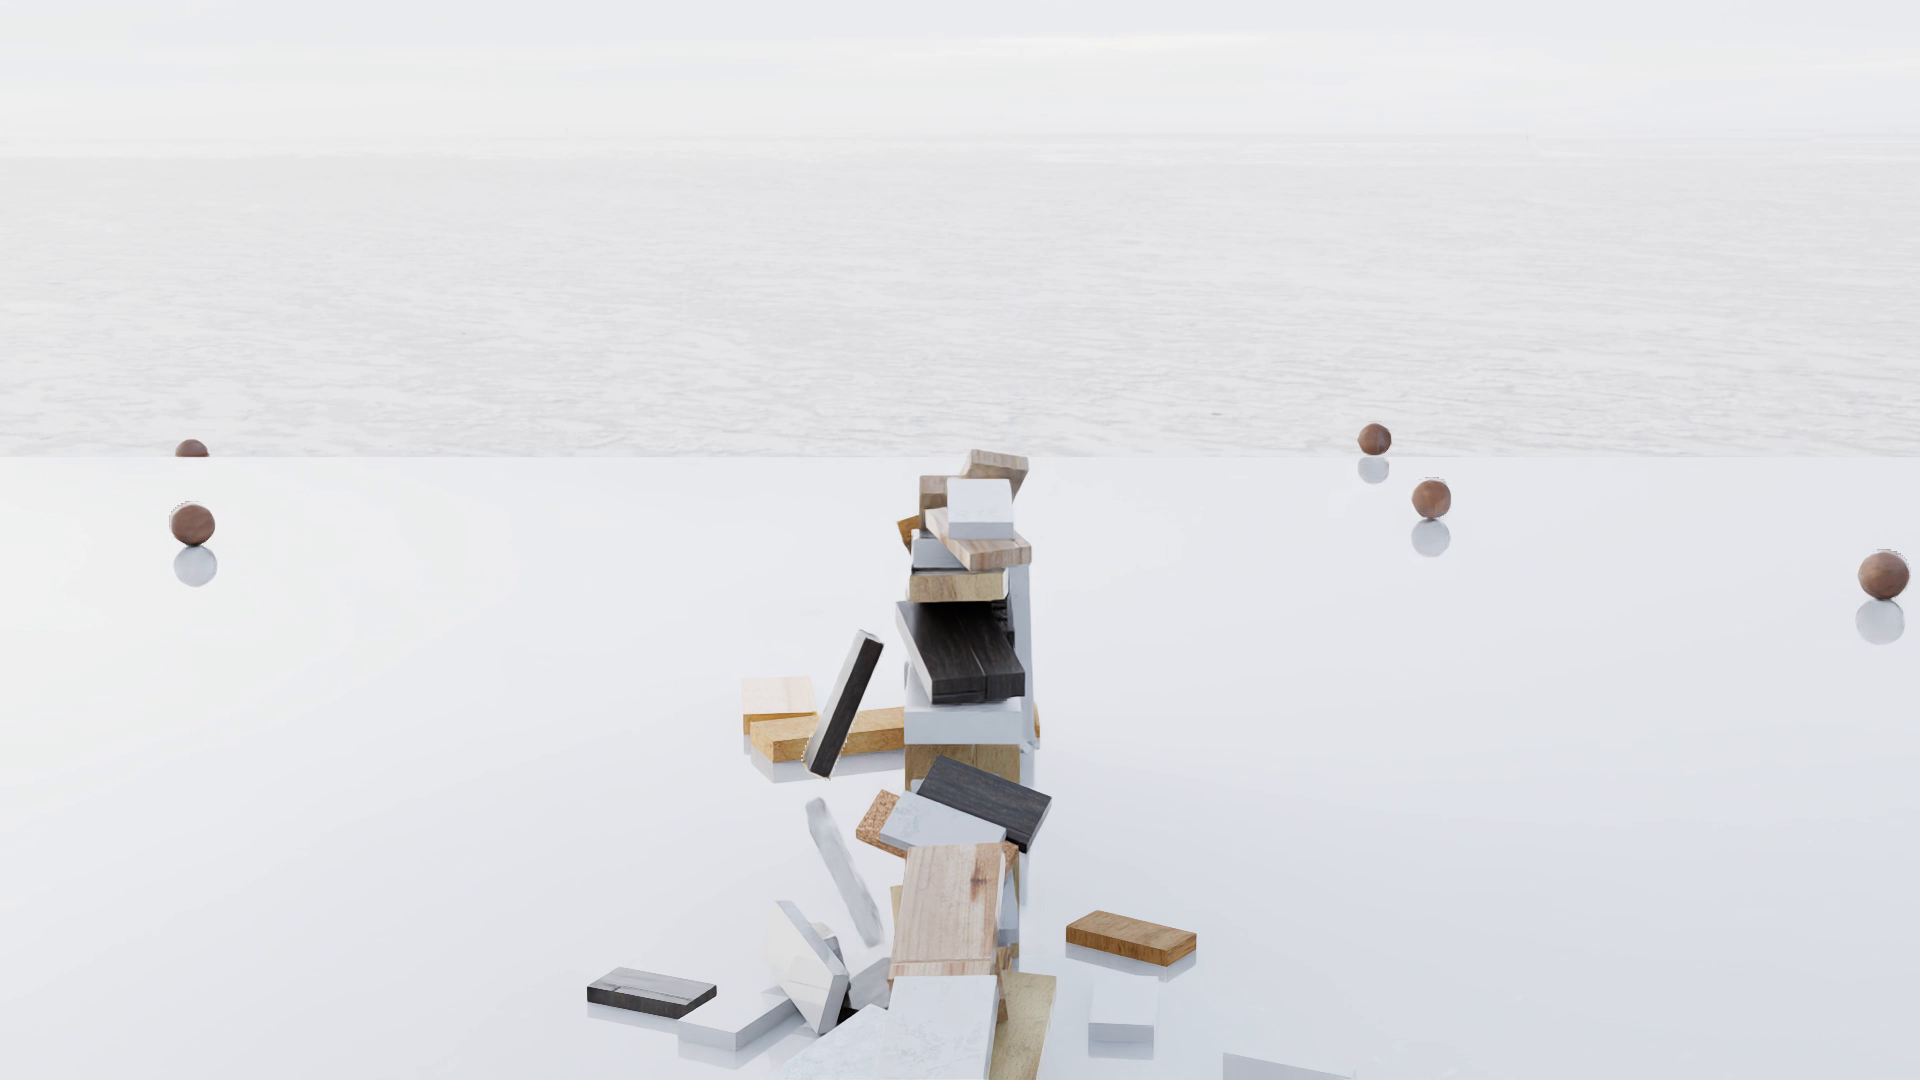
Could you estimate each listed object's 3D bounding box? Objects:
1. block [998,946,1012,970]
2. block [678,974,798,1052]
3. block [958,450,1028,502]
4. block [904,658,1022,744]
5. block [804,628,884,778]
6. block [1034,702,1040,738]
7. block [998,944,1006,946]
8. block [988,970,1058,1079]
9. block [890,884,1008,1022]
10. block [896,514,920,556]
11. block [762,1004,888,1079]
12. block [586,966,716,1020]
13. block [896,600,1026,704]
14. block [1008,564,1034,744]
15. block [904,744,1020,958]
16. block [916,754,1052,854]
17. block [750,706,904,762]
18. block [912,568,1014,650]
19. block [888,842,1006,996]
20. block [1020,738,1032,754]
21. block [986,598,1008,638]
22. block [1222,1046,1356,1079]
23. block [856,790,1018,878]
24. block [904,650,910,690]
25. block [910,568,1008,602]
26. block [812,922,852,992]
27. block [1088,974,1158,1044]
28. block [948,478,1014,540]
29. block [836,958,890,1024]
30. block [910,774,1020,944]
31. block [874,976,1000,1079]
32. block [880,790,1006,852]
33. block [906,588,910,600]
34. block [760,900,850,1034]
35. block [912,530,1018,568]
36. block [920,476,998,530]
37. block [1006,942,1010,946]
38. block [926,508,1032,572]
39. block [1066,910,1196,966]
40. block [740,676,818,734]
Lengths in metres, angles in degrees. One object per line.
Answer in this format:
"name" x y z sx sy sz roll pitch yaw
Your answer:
"block" 0.007 0.653 2.981 0.130 0.037 0.259 0 31 0
"block" -0.308 0.674 3.142 0.097 0.027 0.194 5 12 27
"block" 0.041 -0.082 3.936 0.104 0.209 0.030 8 53 -14
"block" 0.004 0.249 3.451 0.175 0.049 0.349 0 10 0
"block" -0.224 0.312 4.226 0.039 0.275 0.138 23 1 -9
"block" 0.121 0.385 4.703 0.093 0.026 0.186 0 11 0
"block" 0.000 0.593 3.132 0.130 0.037 0.259 0 49 0
"block" 0.045 0.667 2.887 0.130 0.037 0.259 5 32 9
"block" -0.018 0.560 2.996 0.134 0.038 0.268 -9 30 -1
"block" -0.040 -0.018 4.694 0.157 0.044 0.314 -18 -9 1
"block" -0.165 0.699 2.773 0.153 0.043 0.305 10 28 44
"block" -0.450 0.662 3.214 0.169 0.024 0.085 5 12 24
"block" -0.003 0.168 3.435 0.144 0.041 0.288 -4 24 -12
"block" 0.102 0.213 4.594 0.093 0.421 0.026 0 -11 -6
"block" 0.004 0.466 3.379 0.175 0.349 0.049 0 9 0
"block" 0.032 0.386 3.222 0.183 0.026 0.091 19 51 16
"block" -0.225 0.400 4.571 0.391 0.044 0.157 -4 11 -22
"block" 0.001 0.109 3.799 0.171 0.048 0.341 0 22 -1
"block" -0.015 0.515 2.990 0.134 0.038 0.268 -4 31 8
"block" 0.080 0.387 4.472 0.070 0.020 0.140 13 -24 50
"block" 0.005 0.113 3.668 0.144 0.041 0.288 0 23 0
"block" 0.420 0.706 2.811 0.169 0.085 0.024 5 12 26
"block" -0.033 0.437 3.179 0.223 0.023 0.081 21 52 17
"block" -0.006 0.193 3.794 0.171 0.049 0.343 0 11 0
"block" 0.001 0.070 3.523 0.144 0.041 0.288 -2 1 3
"block" -0.192 0.612 3.227 0.023 0.081 0.162 -16 1 -12
"block" 0.236 0.671 3.160 0.091 0.026 0.183 1 11 7
"block" 0.032 -0.052 3.592 0.104 0.030 0.209 0 21 -1
"block" -0.116 0.661 3.210 0.097 0.027 0.193 5 12 27
"block" 0.005 0.464 3.195 0.133 0.038 0.266 -4 49 -4
"block" -0.030 0.642 2.752 0.134 0.038 0.268 -2 25 7
"block" -0.024 0.424 3.160 0.162 0.023 0.081 19 51 16
"block" -0.013 0.115 4.090 0.171 0.048 0.348 0 0 -2
"block" -0.224 0.611 3.155 0.027 0.097 0.193 3 22 -33
"block" 0.004 0.014 3.759 0.171 0.048 0.341 0 3 -2
"block" -0.004 -0.017 3.963 0.138 0.275 0.039 0 54 -2
"block" 0.007 0.574 3.201 0.133 0.038 0.266 0 51 0
"block" 0.029 -0.006 3.556 0.104 0.030 0.209 -7 23 -19
"block" 0.267 0.621 3.433 0.183 0.026 0.091 7 13 35
"block" -0.397 0.358 4.795 0.157 0.044 0.314 -1 11 -7
